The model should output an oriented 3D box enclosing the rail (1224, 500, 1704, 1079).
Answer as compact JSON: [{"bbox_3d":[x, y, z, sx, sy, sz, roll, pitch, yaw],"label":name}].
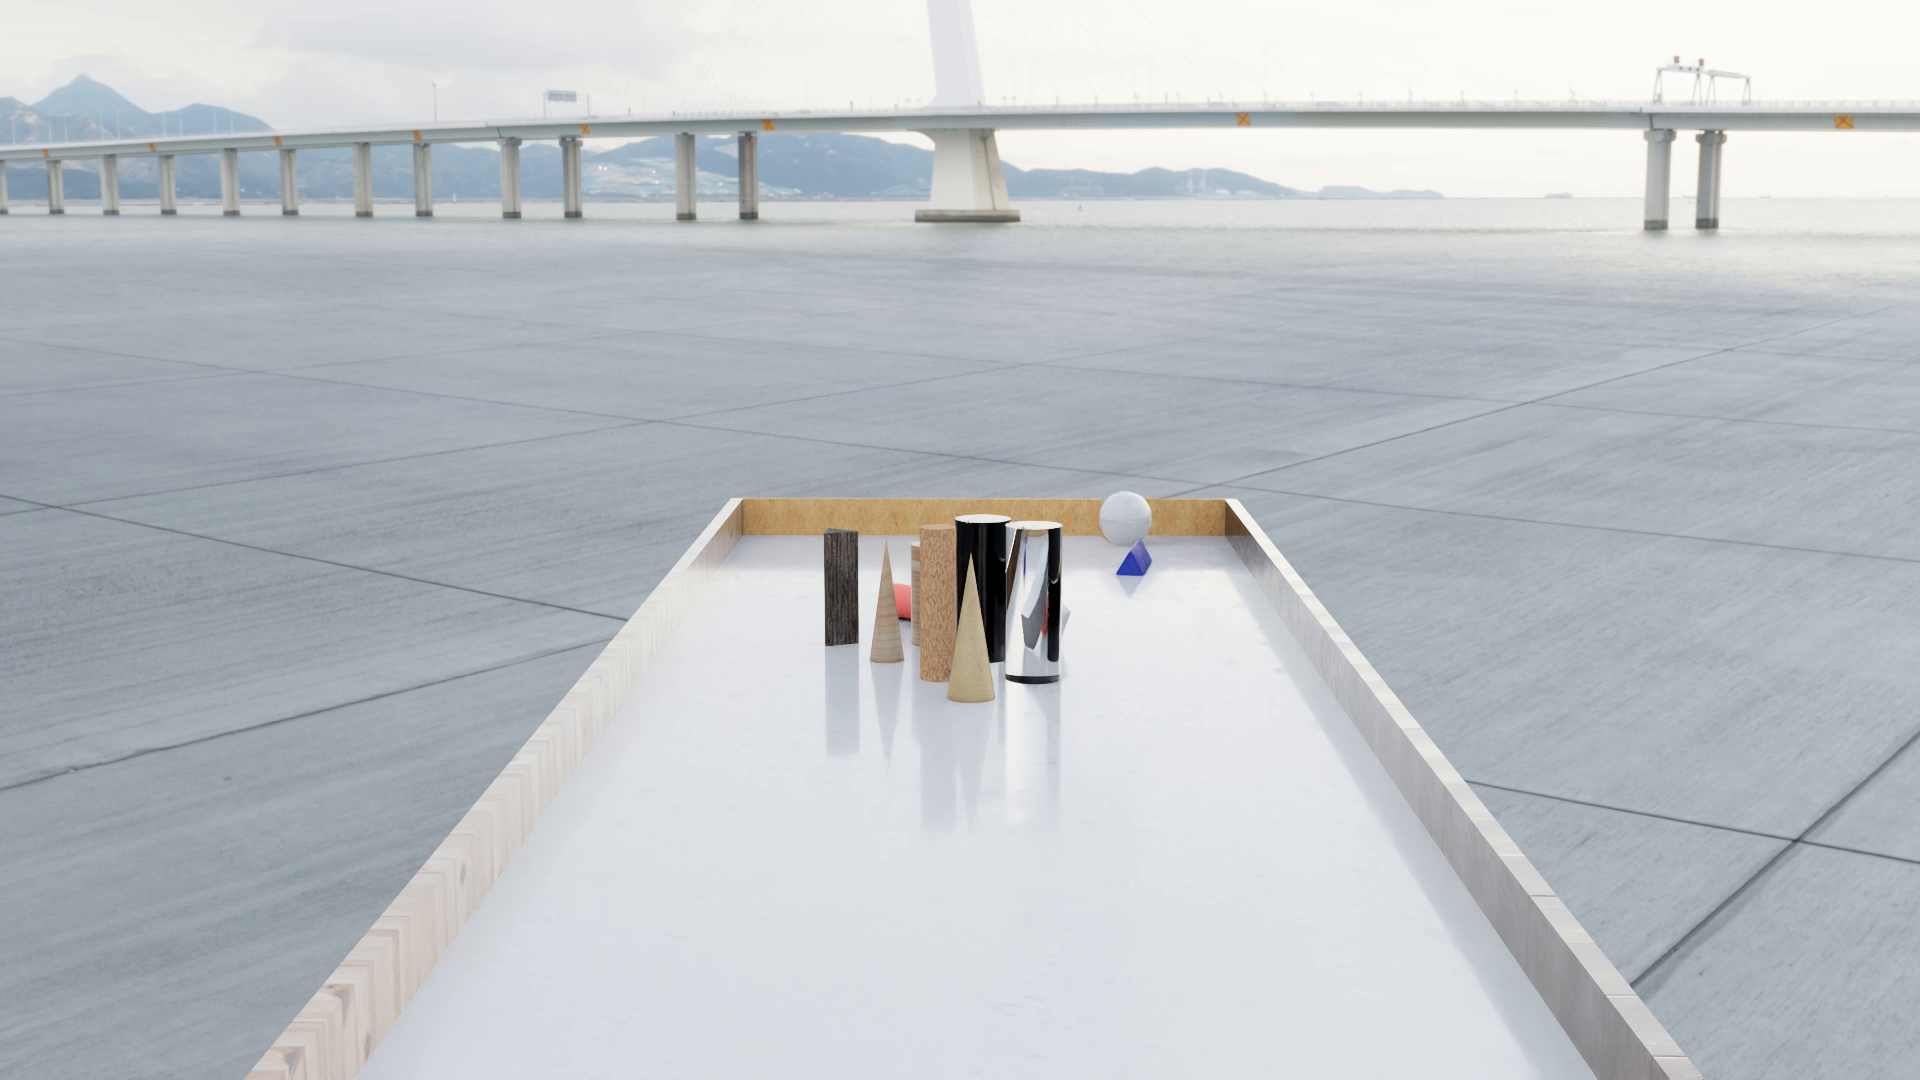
[{"bbox_3d":[1.046,0.843,3.208,0.050,0.150,12.000,0,9,1],"label":"rail"}]

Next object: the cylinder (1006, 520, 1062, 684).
[{"bbox_3d":[0.214,0.181,6.415,0.165,0.454,0.165,0,9,0],"label":"cylinder"}]

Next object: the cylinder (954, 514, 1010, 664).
[{"bbox_3d":[0.070,0.147,6.705,0.170,0.430,0.170,0,9,0],"label":"cylinder"}]

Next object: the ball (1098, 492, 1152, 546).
[{"bbox_3d":[0.667,-0.088,8.871,0.216,0.216,0.216,0,9,0],"label":"ball"}]

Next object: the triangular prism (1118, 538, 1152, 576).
[{"bbox_3d":[0.662,0.061,8.328,0.102,0.089,0.325,2,9,10],"label":"triangular prism"}]

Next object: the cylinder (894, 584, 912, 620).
[{"bbox_3d":[-0.055,0.225,7.237,0.453,0.111,0.111,8,12,43],"label":"cylinder"}]

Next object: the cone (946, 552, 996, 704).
[{"bbox_3d":[0.031,0.238,6.172,0.138,0.418,0.138,0,9,0],"label":"cone"}]

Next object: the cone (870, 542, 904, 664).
[{"bbox_3d":[-0.222,0.178,6.675,0.106,0.379,0.106,0,9,0],"label":"cone"}]

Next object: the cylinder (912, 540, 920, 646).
[{"bbox_3d":[-0.069,0.168,6.936,0.171,0.317,0.171,0,9,0],"label":"cylinder"}]

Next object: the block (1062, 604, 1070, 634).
[{"bbox_3d":[0.171,0.171,7.024,0.119,0.119,0.410,-5,35,-39],"label":"block"}]

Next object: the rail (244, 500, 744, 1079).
[{"bbox_3d":[-1.004,0.839,3.234,0.050,0.150,12.000,0,9,1],"label":"rail"}]

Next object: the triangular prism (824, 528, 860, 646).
[{"bbox_3d":[-0.393,0.146,6.945,0.115,0.357,0.099,-4,10,-26],"label":"triangular prism"}]

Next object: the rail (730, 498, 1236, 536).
[{"bbox_3d":[0.099,-0.098,9.147,2.100,0.150,0.050,0,9,1],"label":"rail"}]

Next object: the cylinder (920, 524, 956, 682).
[{"bbox_3d":[-0.064,0.184,6.414,0.106,0.449,0.106,0,9,0],"label":"cylinder"}]
